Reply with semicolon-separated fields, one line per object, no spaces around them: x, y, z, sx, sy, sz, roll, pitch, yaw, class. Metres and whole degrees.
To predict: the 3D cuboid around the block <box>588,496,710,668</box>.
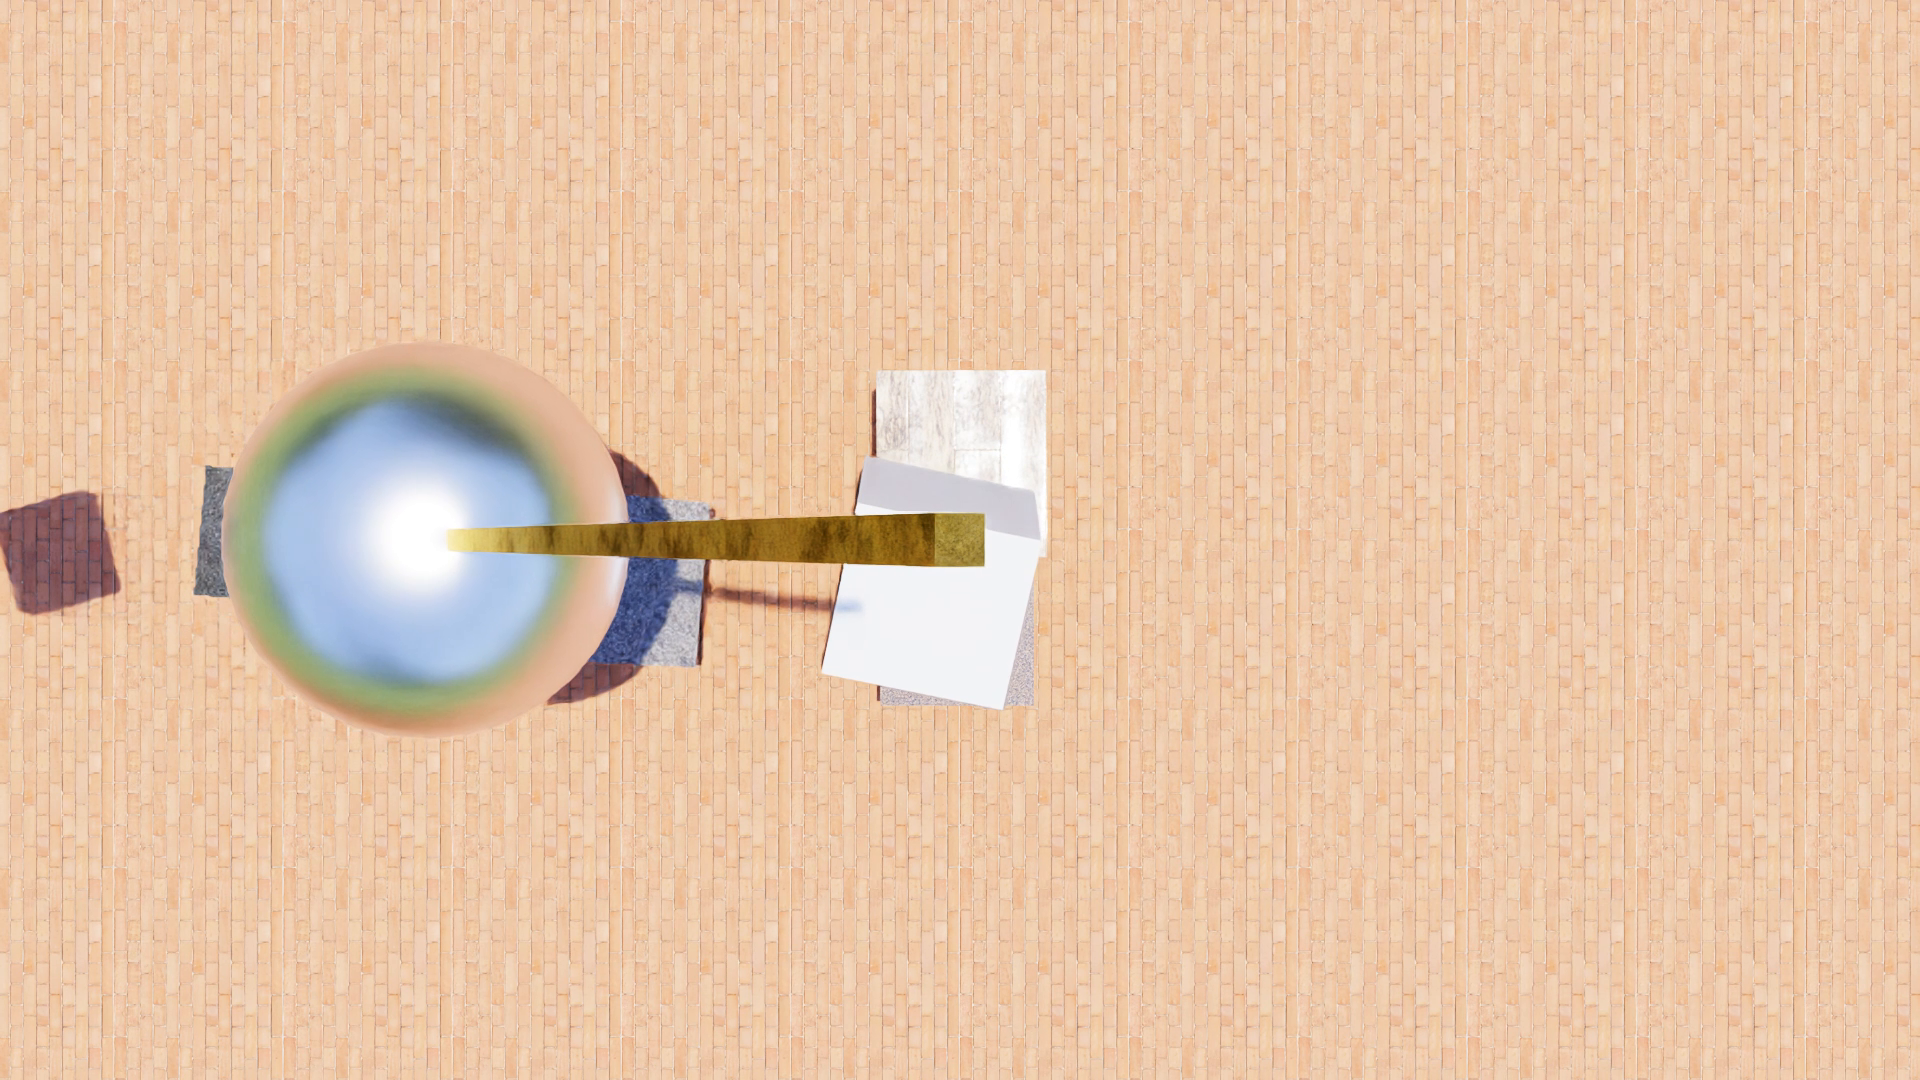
-2.006;0.204;12.458;0.882;0.771;0.927;5;90;-27;block

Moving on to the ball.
-2.134;0.000;8.851;1.600;1.600;1.600;0;90;0;ball

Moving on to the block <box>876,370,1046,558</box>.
0.010;-0.414;12.485;0.926;1.030;1.016;0;90;0;block

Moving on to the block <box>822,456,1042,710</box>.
-0.147;0.203;11.483;0.934;0.998;0.910;12;105;-3;block

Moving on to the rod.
-0.925;0.000;5.674;0.080;5.200;0.080;0;90;-21;rod

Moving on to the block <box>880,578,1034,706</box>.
-0.016;0.513;12.627;0.854;0.745;0.819;0;90;0;block

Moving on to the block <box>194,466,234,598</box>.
-3.845;-0.016;12.630;0.789;0.740;0.723;6;90;0;block
